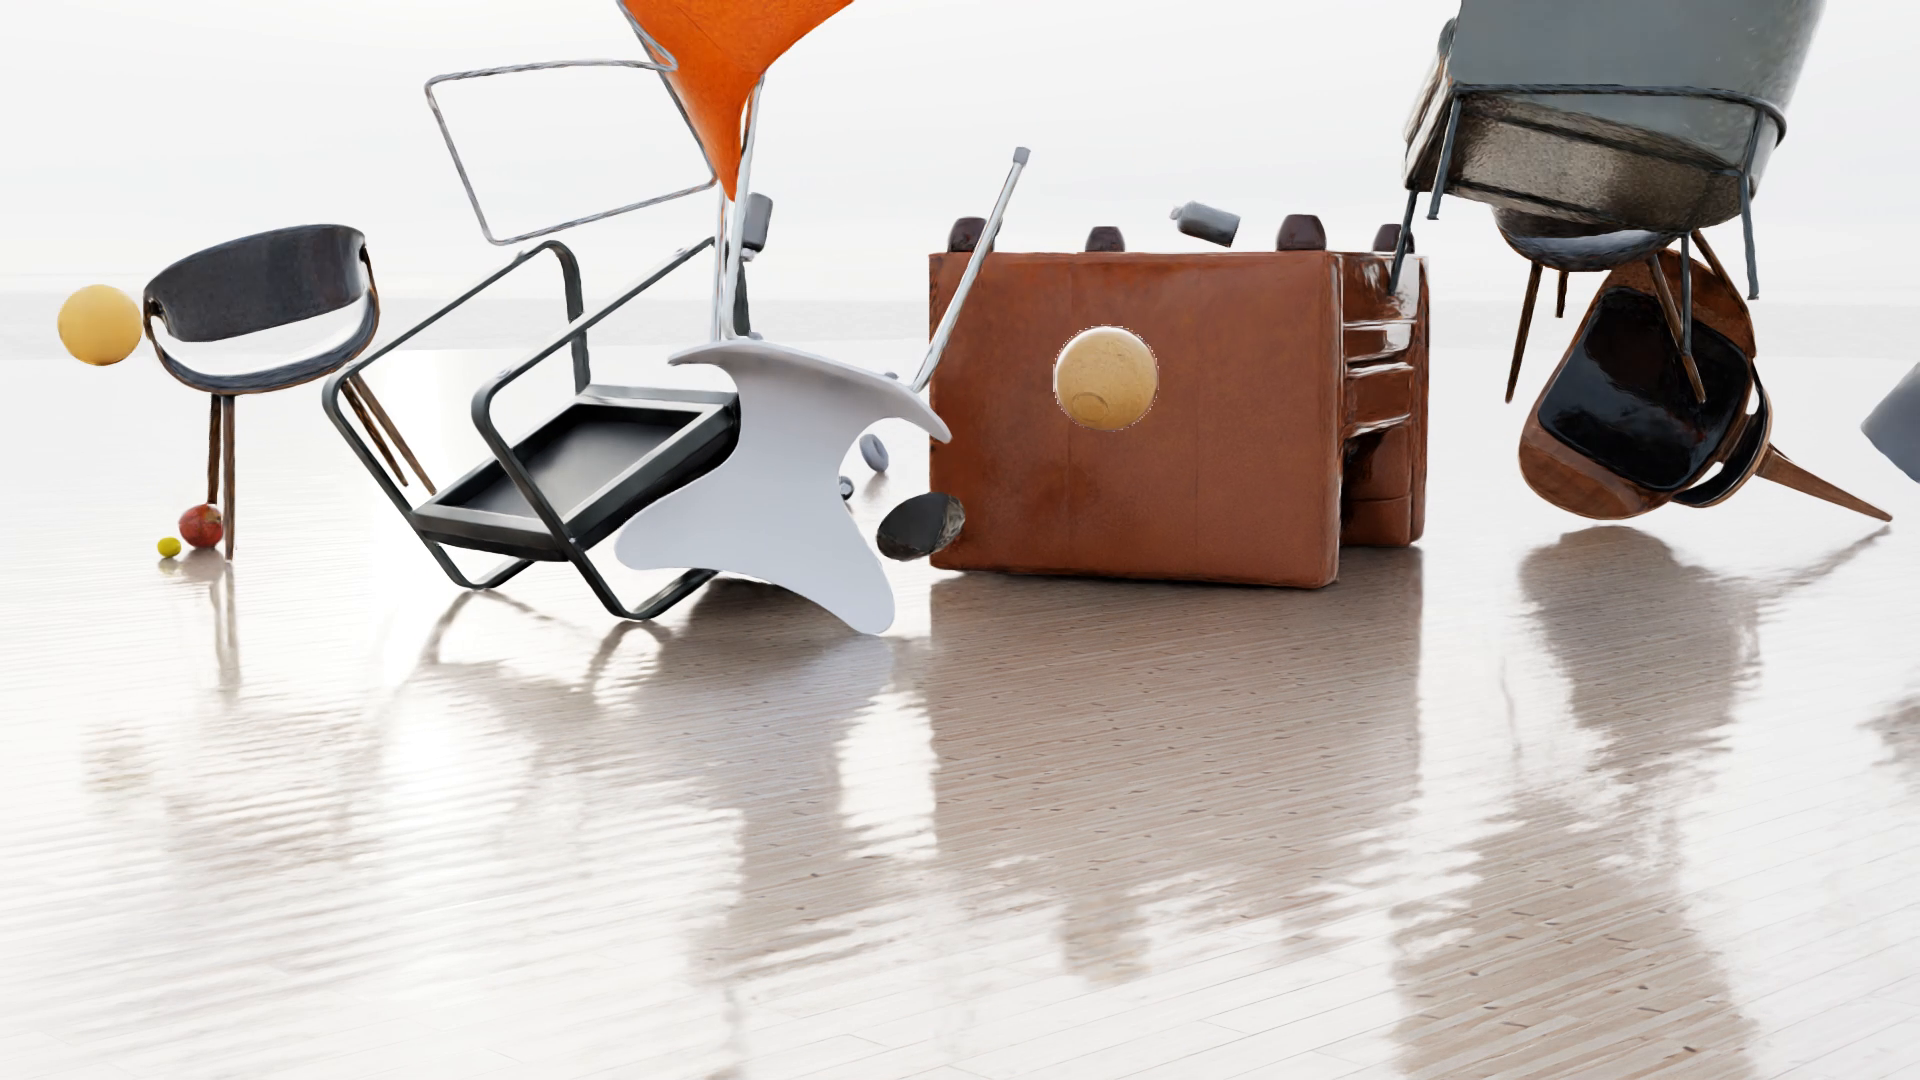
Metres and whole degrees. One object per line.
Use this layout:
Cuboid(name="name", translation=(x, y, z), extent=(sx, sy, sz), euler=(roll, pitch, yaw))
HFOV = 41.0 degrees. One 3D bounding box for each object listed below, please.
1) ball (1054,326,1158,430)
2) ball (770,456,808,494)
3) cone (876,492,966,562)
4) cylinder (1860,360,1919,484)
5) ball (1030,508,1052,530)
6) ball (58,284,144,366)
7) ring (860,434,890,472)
Cuboid(name="ball", translation=(0.245, -0.271, 4.306), extent=(0.172, 0.172, 0.172), euler=(0, 6, 0))
Cuboid(name="ball", translation=(-0.520, -0.199, 7.786), extent=(0.115, 0.115, 0.115), euler=(0, 6, 0))
Cuboid(name="cone", translation=(-0.067, 0.000, 5.164), extent=(0.190, 0.194, 0.074), euler=(24, 30, -43))
Cuboid(name="cylinder", translation=(2.149, -0.282, 5.542), extent=(0.241, 0.309, 0.283), euler=(33, 22, -13))
Cuboid(name="ball", translation=(0.209, -0.054, 6.638), extent=(0.060, 0.060, 0.060), euler=(0, 6, 0))
Cuboid(name="ball", translation=(-2.075, -0.518, 6.192), extent=(0.197, 0.197, 0.197), euler=(0, 6, 0))
Cuboid(name="ring", translation=(-0.289, -0.294, 8.655), extent=(0.048, 0.142, 0.259), euler=(-30, 5, 10))
